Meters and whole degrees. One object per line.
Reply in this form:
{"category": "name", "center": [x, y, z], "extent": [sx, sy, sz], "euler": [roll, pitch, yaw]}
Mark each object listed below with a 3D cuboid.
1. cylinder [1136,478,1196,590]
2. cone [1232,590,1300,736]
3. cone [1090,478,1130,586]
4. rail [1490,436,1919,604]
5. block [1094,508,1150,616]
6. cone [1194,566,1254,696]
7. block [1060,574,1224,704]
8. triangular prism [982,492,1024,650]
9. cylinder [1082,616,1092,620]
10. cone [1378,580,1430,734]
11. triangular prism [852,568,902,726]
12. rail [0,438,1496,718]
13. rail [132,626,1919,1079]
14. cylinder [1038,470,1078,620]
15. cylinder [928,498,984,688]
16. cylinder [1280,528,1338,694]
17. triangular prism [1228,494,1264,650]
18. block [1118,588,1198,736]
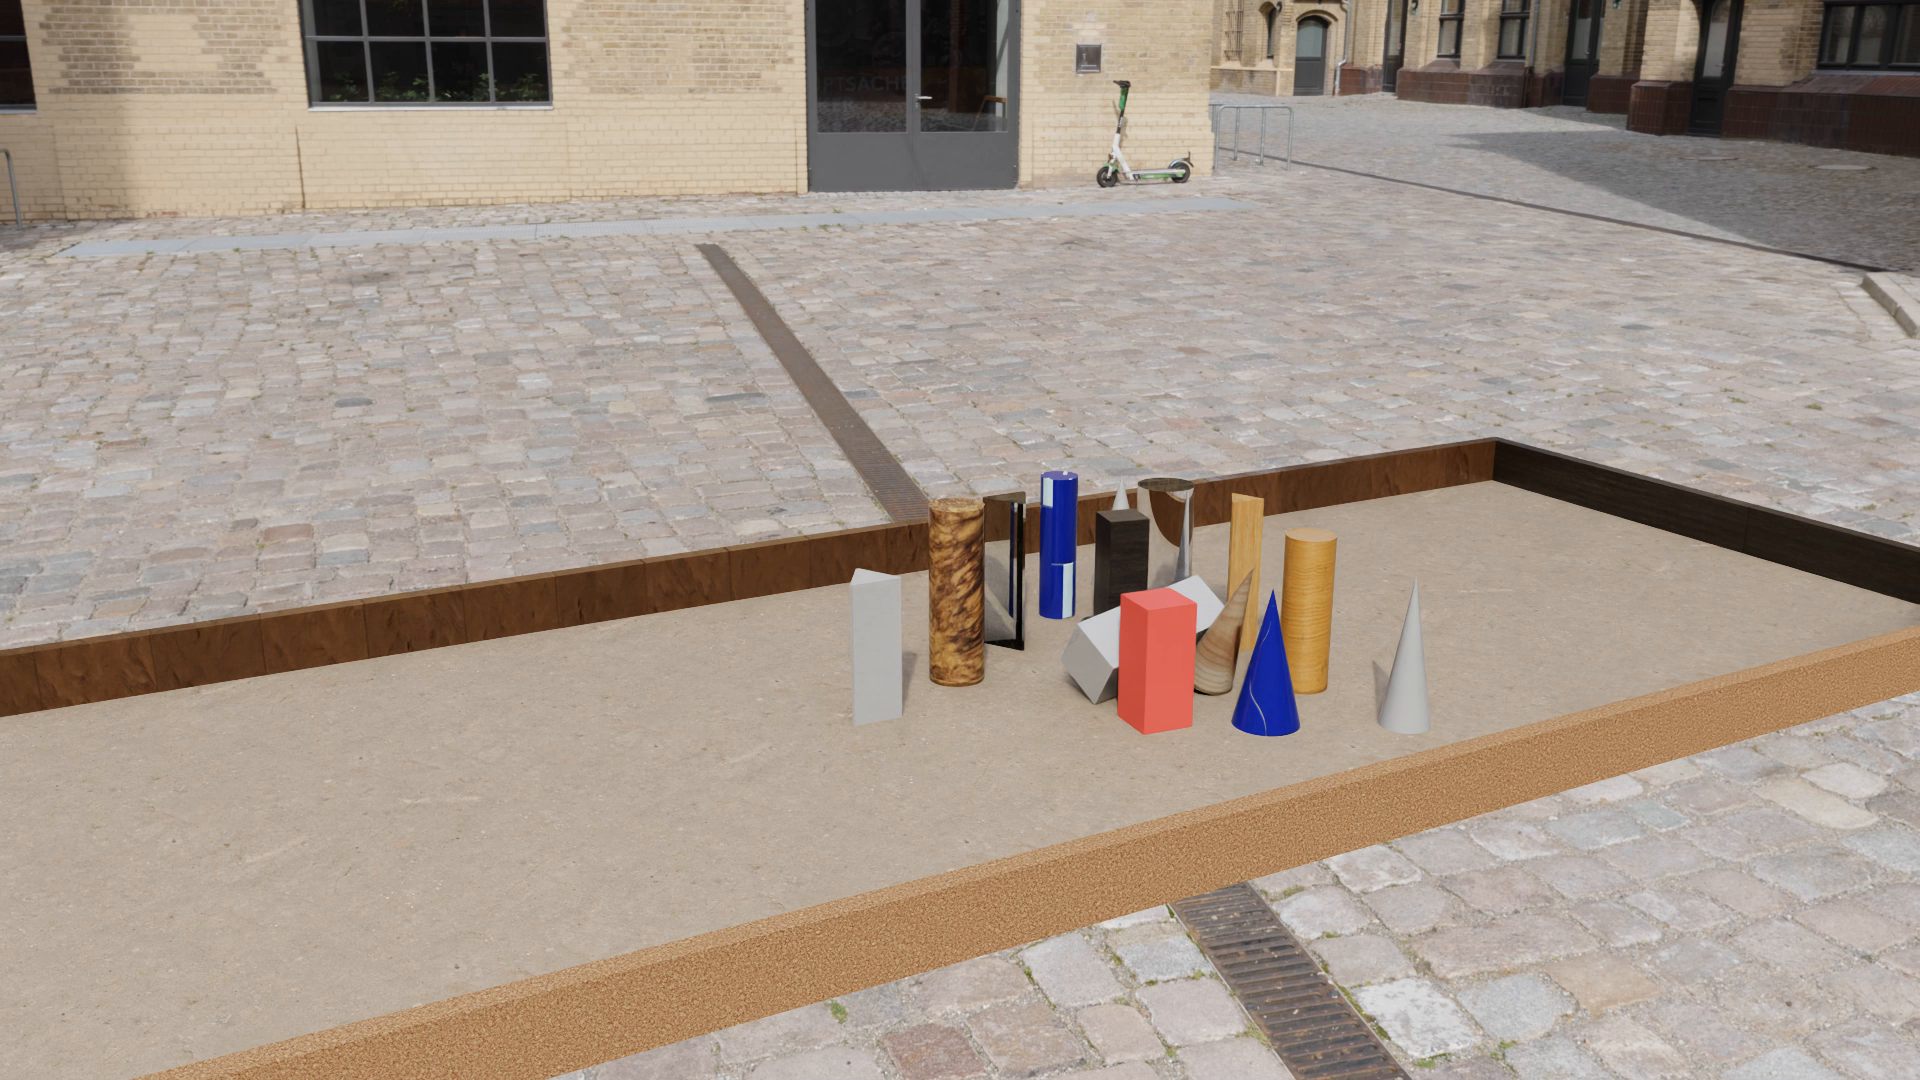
{"category": "cylinder", "center": [0.568, 0.027, 4.595], "extent": [0.158, 0.376, 0.158], "euler": [0, 16, 0]}
{"category": "cone", "center": [0.721, 0.271, 3.841], "extent": [0.161, 0.334, 0.161], "euler": [0, 16, 0]}
{"category": "cone", "center": [0.473, -0.030, 4.861], "extent": [0.168, 0.336, 0.168], "euler": [0, 16, 0]}
{"category": "rail", "center": [2.466, -0.048, 5.253], "extent": [0.050, 0.150, 2.100], "euler": [-9, 18, -27]}
{"category": "block", "center": [0.426, 0.106, 4.364], "extent": [0.108, 0.356, 0.108], "euler": [-5, 17, -16]}
{"category": "cone", "center": [0.656, 0.201, 4.011], "extent": [0.137, 0.346, 0.137], "euler": [12, 32, -8]}
{"category": "block", "center": [0.463, 0.243, 4.079], "extent": [0.397, 0.147, 0.147], "euler": [-20, 58, -32]}
{"category": "triangular prism", "center": [0.141, 0.077, 4.380], "extent": [0.128, 0.402, 0.111], "euler": [10, 19, 30]}
{"category": "cylinder", "center": [0.476, 0.246, 4.280], "extent": [0.310, 0.135, 0.135], "euler": [-7, 18, -22]}
{"category": "cone", "center": [1.046, 0.257, 3.830], "extent": [0.121, 0.368, 0.121], "euler": [0, 16, 0]}
{"category": "triangular prism", "center": [-0.217, 0.248, 3.896], "extent": [0.127, 0.347, 0.110], "euler": [-8, 18, -26]}
{"category": "rail", "center": [-3.305, 0.497, 3.399], "extent": [12.000, 0.150, 0.050], "euler": [-9, 18, -27]}
{"category": "rail", "center": [-2.336, 1.006, 1.665], "extent": [12.000, 0.150, 0.050], "euler": [-9, 18, -27]}
{"category": "cylinder", "center": [0.274, 0.014, 4.596], "extent": [0.104, 0.400, 0.104], "euler": [0, 16, 0]}
{"category": "cylinder", "center": [-0.008, 0.130, 4.109], "extent": [0.139, 0.452, 0.139], "euler": [0, 16, 0]}
{"category": "cylinder", "center": [0.854, 0.175, 4.063], "extent": [0.124, 0.392, 0.124], "euler": [0, 16, 0]}
{"category": "triangular prism", "center": [0.729, 0.084, 4.341], "extent": [0.092, 0.410, 0.080], "euler": [-6, 17, -20]}
{"category": "block", "center": [0.460, 0.282, 3.855], "extent": [0.129, 0.305, 0.129], "euler": [-7, 18, -22]}
